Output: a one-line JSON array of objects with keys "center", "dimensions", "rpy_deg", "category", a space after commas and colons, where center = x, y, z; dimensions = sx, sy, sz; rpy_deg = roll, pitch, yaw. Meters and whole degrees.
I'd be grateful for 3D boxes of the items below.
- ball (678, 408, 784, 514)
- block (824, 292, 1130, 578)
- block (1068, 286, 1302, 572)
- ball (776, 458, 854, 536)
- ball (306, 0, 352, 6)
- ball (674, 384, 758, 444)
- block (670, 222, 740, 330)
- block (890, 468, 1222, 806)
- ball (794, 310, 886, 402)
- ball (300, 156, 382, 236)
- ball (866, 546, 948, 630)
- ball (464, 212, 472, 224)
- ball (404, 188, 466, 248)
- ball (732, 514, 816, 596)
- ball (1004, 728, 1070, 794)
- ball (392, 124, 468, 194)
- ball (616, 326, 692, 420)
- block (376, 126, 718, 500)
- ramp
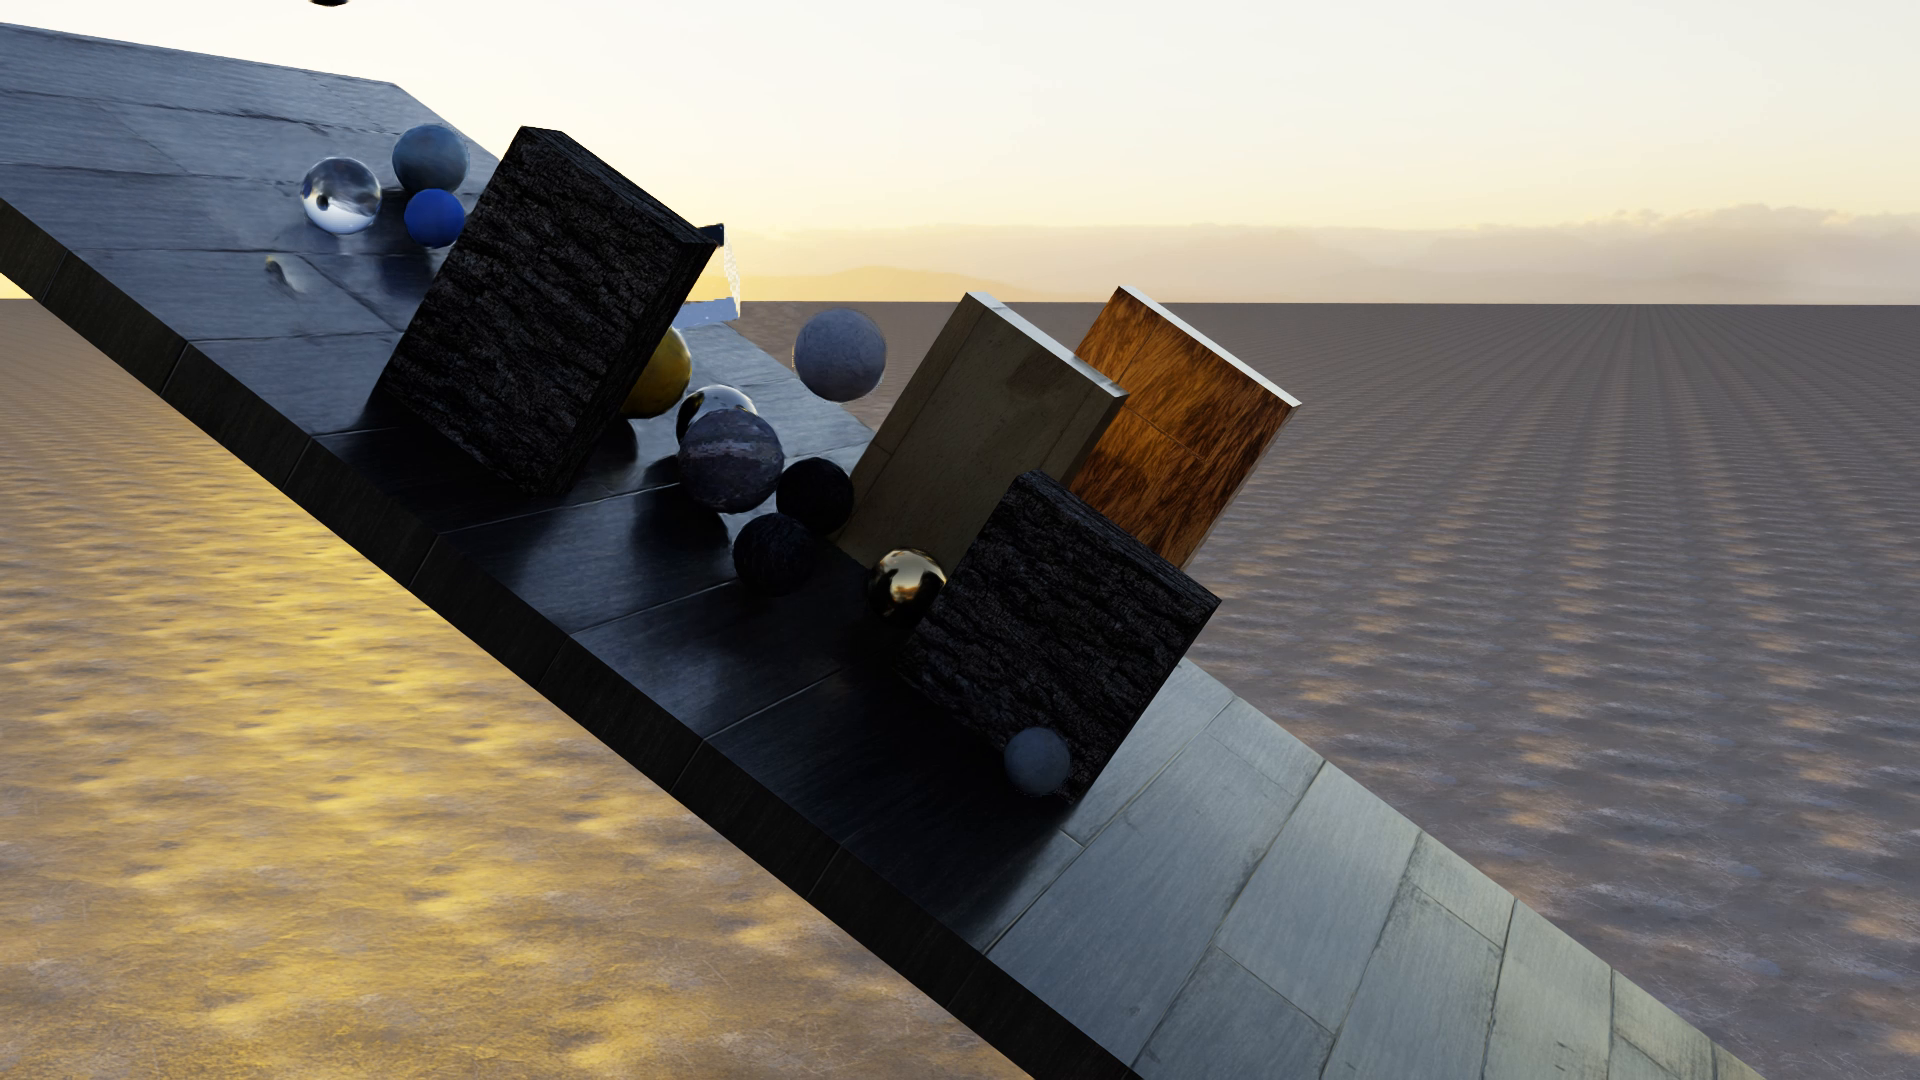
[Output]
[{"center": [-0.414, -0.143, 3.975], "dimensions": [0.191, 0.191, 0.191], "rpy_deg": [0, 7, 0], "category": "ball"}, {"center": [0.021, -0.148, 4.195], "dimensions": [0.344, 0.548, 0.127], "rpy_deg": [36, 15, 10], "category": "block"}, {"center": [0.355, -0.150, 4.695], "dimensions": [0.443, 0.644, 0.125], "rpy_deg": [36, 15, 10], "category": "block"}, {"center": [-0.274, -0.081, 4.150], "dimensions": [0.150, 0.150, 0.150], "rpy_deg": [0, 7, 0], "category": "ball"}, {"center": [-1.135, -1.045, 3.939], "dimensions": [0.173, 0.173, 0.173], "rpy_deg": [0, 7, 0], "category": "ball"}, {"center": [-0.460, -0.214, 4.165], "dimensions": [0.159, 0.159, 0.159], "rpy_deg": [0, 7, 0], "category": "ball"}, {"center": [-0.579, -0.584, 4.869], "dimensions": [0.152, 0.152, 0.152], "rpy_deg": [-9, 46, 4], "category": "block"}, {"center": [0.164, 0.163, 3.788], "dimensions": [0.393, 0.411, 0.145], "rpy_deg": [36, 15, 10], "category": "block"}, {"center": [-0.223, -0.344, 4.100], "dimensions": [0.173, 0.173, 0.173], "rpy_deg": [0, 7, 0], "category": "ball"}, {"center": [-1.153, -0.641, 4.098], "dimensions": [0.147, 0.147, 0.147], "rpy_deg": [0, 7, 0], "category": "ball"}, {"center": [-0.093, 0.086, 3.911], "dimensions": [0.148, 0.148, 0.148], "rpy_deg": [0, 7, 0], "category": "ball"}, {"center": [-0.949, -0.604, 4.431], "dimensions": [0.129, 0.129, 0.129], "rpy_deg": [0, 7, 0], "category": "ball"}, {"center": [-1.040, -0.636, 4.353], "dimensions": [0.117, 0.117, 0.117], "rpy_deg": [0, 7, 0], "category": "ball"}, {"center": [-0.316, 0.026, 3.749], "dimensions": [0.143, 0.143, 0.143], "rpy_deg": [0, 7, 0], "category": "ball"}, {"center": [0.128, 0.367, 3.659], "dimensions": [0.111, 0.111, 0.111], "rpy_deg": [0, 7, 0], "category": "ball"}, {"center": [-1.117, -0.799, 4.639], "dimensions": [0.155, 0.155, 0.155], "rpy_deg": [0, 7, 0], "category": "ball"}, {"center": [-0.605, -0.325, 4.138], "dimensions": [0.199, 0.199, 0.199], "rpy_deg": [0, 7, 0], "category": "ball"}, {"center": [-0.671, -0.367, 3.568], "dimensions": [0.332, 0.493, 0.139], "rpy_deg": [36, 15, 10], "category": "block"}, {"center": [-0.115, 0.197, 4.094], "dimensions": [4.000, 0.100, 2.000], "rpy_deg": [36, 15, 10], "category": "ramp"}]
